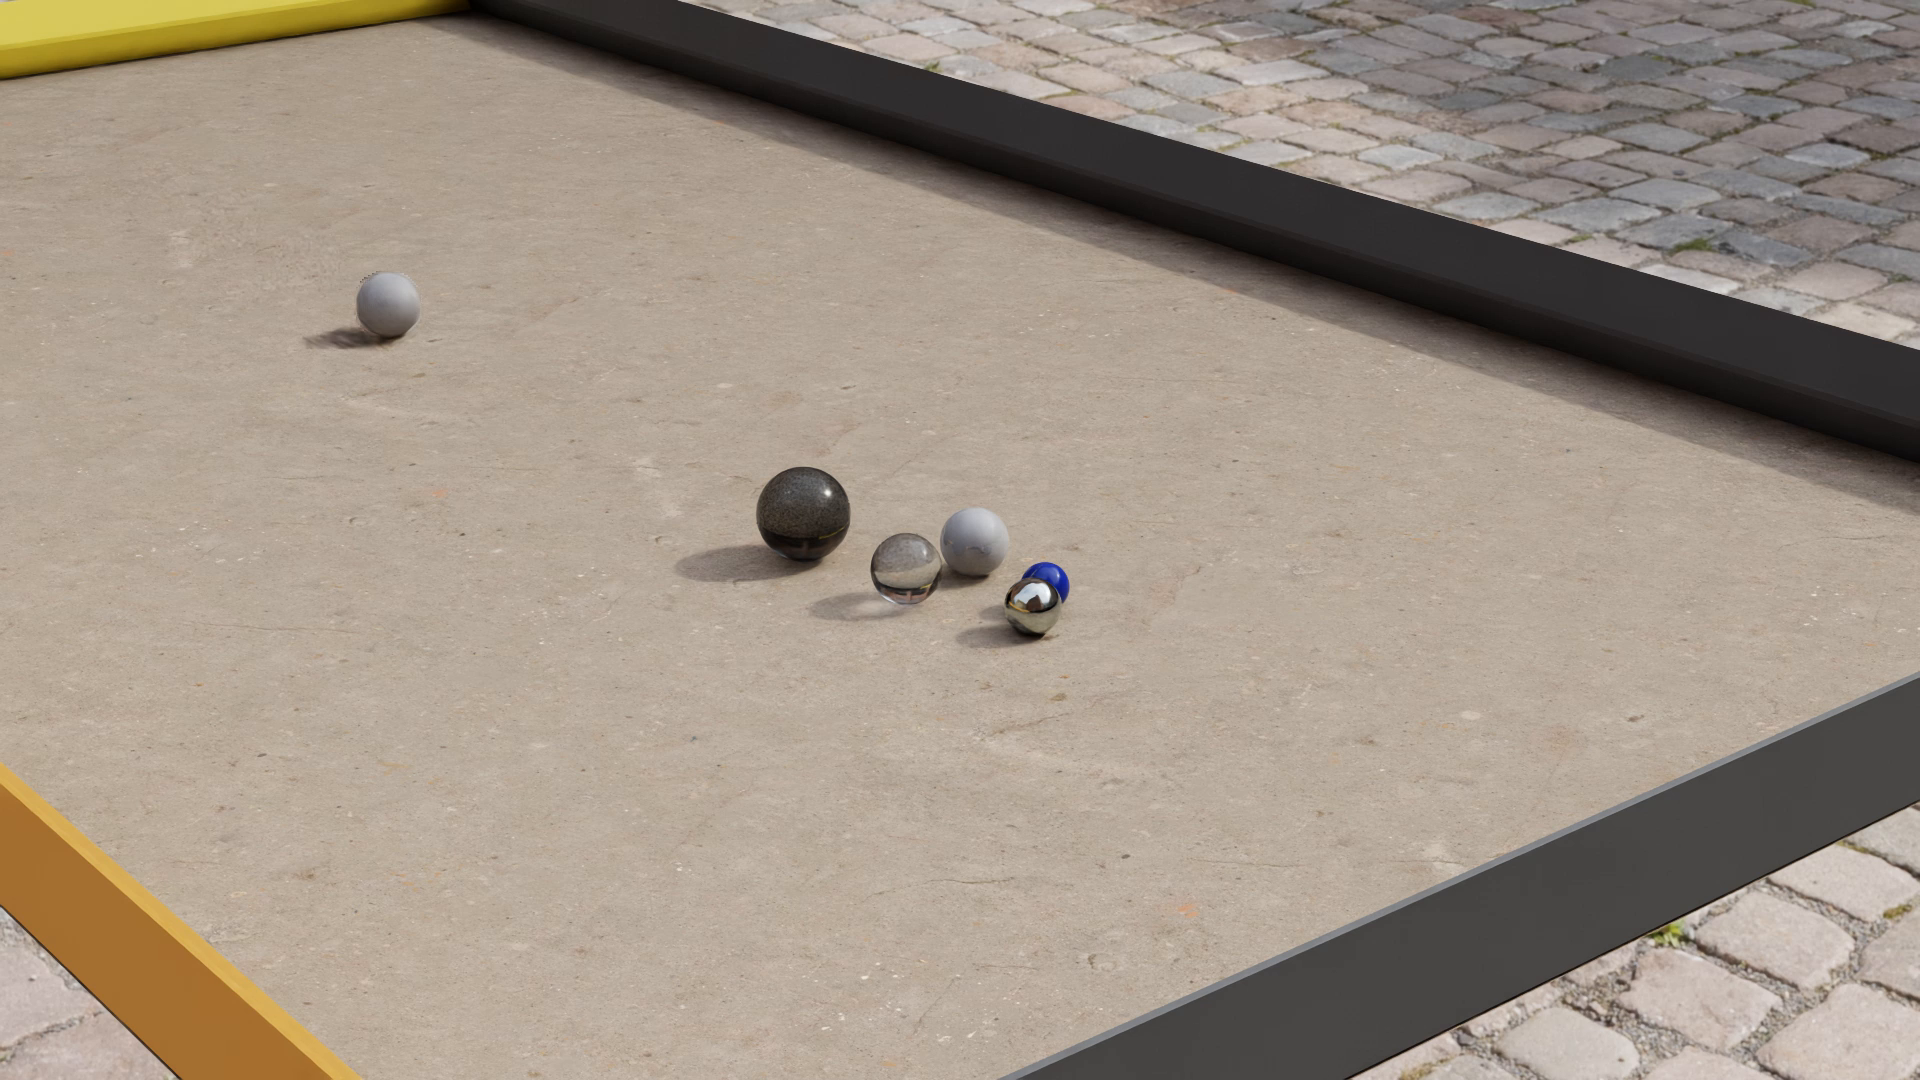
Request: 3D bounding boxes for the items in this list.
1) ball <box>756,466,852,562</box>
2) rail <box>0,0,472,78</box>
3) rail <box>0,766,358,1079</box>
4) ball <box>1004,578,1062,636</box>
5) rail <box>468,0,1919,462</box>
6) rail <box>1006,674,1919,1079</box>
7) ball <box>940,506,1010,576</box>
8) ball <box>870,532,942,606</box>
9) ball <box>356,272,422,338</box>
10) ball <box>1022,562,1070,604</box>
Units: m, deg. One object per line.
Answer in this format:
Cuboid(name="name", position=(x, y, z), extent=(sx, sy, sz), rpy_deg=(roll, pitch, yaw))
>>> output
Cuboid(name="ball", position=(-0.135, -0.022, 2.529), extent=(0.082, 0.082, 0.082), rpy_deg=(0, 22, 0))
Cuboid(name="rail", position=(-1.439, -0.687, 4.148), extent=(1.739, 0.107, 0.045), rpy_deg=(-17, 27, -36))
Cuboid(name="rail", position=(-1.142, -0.049, 2.559), extent=(0.045, 0.107, 3.084), rpy_deg=(-17, 27, -36))
Cuboid(name="ball", position=(0.059, 0.054, 2.386), extent=(0.047, 0.047, 0.047), rpy_deg=(0, 22, 0))
Cuboid(name="rail", position=(0.173, -0.445, 3.546), extent=(0.045, 0.107, 3.084), rpy_deg=(-17, 27, -36))
Cuboid(name="rail", position=(0.470, 0.193, 1.957), extent=(1.739, 0.107, 0.045), rpy_deg=(-17, 27, -36))
Cuboid(name="ball", position=(0.012, 0.001, 2.500), extent=(0.060, 0.060, 0.060), rpy_deg=(0, 22, 0))
Cuboid(name="ball", position=(-0.045, 0.024, 2.443), extent=(0.060, 0.060, 0.060), rpy_deg=(0, 22, 0))
Cuboid(name="ball", position=(-0.604, -0.248, 3.110), extent=(0.068, 0.068, 0.068), rpy_deg=(0, 22, 0))
Cuboid(name="ball", position=(0.070, 0.039, 2.432), extent=(0.041, 0.041, 0.041), rpy_deg=(0, 22, 0))
